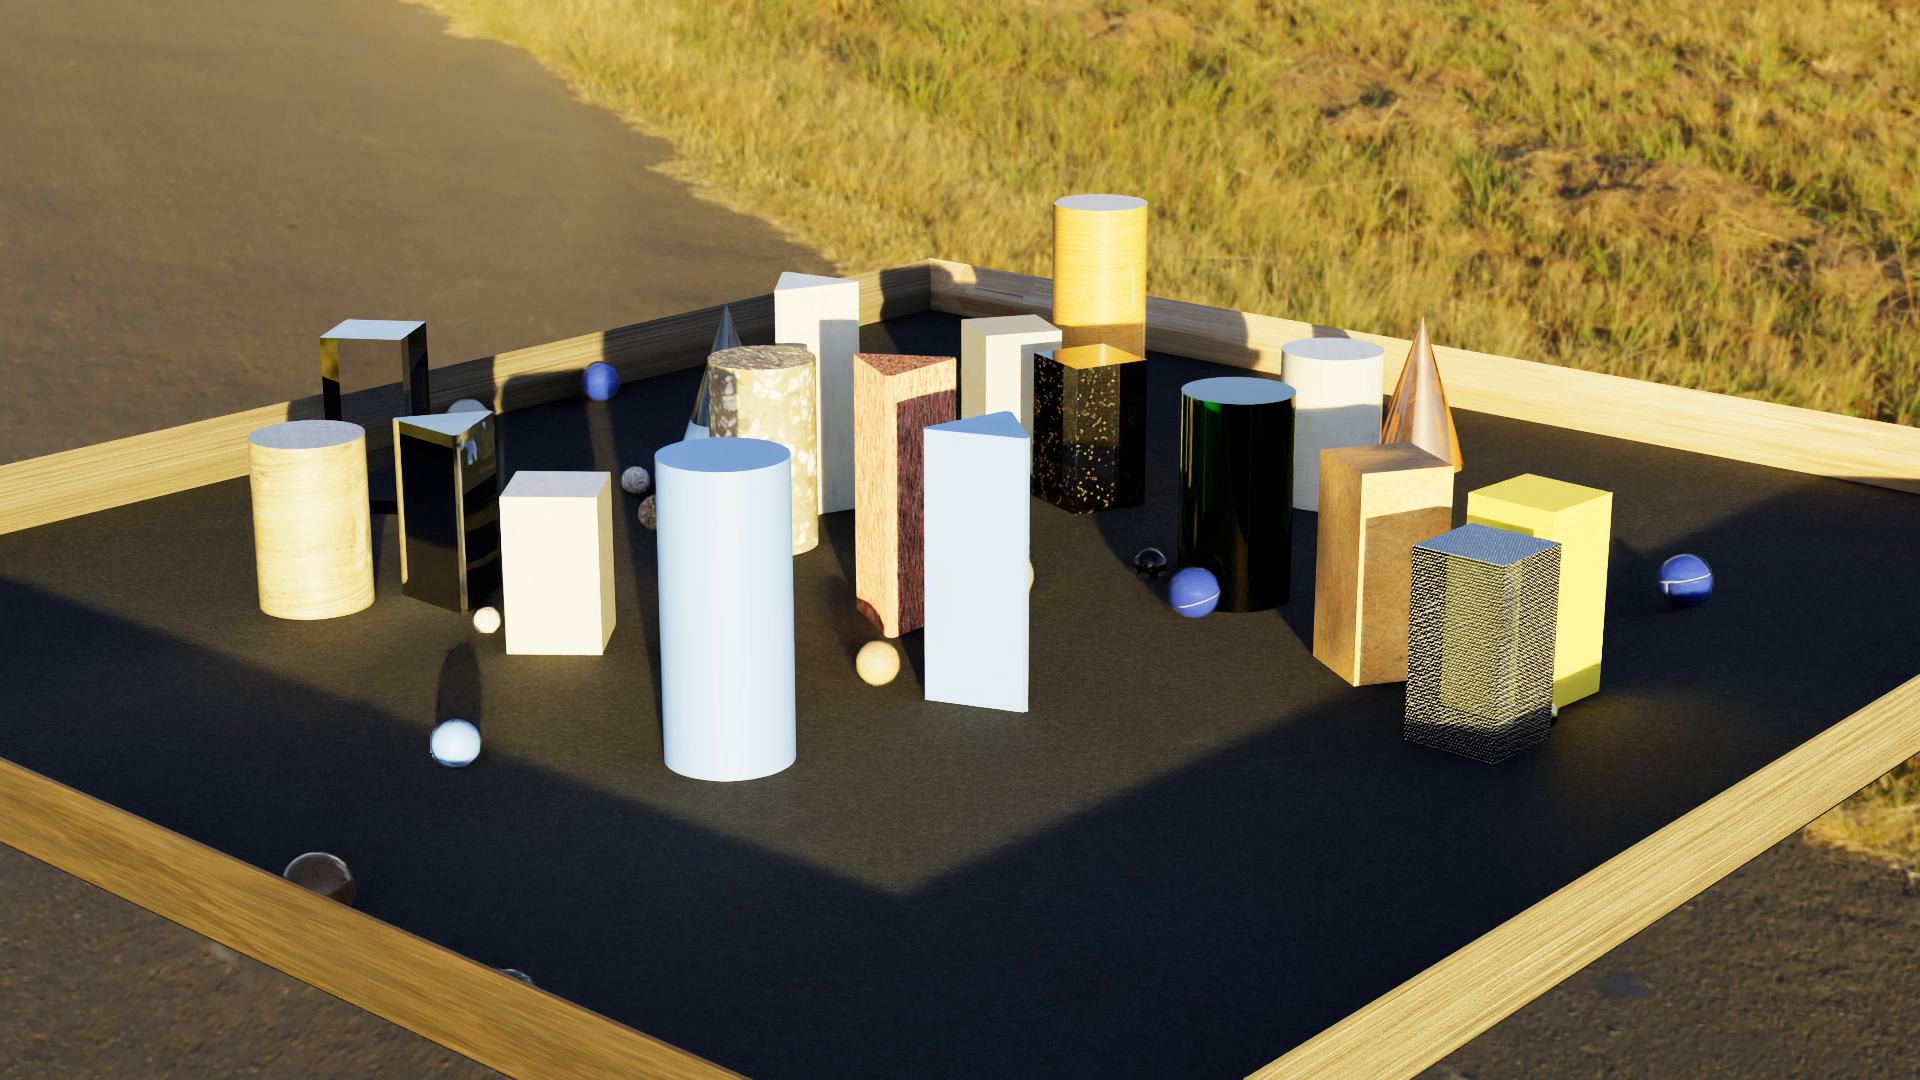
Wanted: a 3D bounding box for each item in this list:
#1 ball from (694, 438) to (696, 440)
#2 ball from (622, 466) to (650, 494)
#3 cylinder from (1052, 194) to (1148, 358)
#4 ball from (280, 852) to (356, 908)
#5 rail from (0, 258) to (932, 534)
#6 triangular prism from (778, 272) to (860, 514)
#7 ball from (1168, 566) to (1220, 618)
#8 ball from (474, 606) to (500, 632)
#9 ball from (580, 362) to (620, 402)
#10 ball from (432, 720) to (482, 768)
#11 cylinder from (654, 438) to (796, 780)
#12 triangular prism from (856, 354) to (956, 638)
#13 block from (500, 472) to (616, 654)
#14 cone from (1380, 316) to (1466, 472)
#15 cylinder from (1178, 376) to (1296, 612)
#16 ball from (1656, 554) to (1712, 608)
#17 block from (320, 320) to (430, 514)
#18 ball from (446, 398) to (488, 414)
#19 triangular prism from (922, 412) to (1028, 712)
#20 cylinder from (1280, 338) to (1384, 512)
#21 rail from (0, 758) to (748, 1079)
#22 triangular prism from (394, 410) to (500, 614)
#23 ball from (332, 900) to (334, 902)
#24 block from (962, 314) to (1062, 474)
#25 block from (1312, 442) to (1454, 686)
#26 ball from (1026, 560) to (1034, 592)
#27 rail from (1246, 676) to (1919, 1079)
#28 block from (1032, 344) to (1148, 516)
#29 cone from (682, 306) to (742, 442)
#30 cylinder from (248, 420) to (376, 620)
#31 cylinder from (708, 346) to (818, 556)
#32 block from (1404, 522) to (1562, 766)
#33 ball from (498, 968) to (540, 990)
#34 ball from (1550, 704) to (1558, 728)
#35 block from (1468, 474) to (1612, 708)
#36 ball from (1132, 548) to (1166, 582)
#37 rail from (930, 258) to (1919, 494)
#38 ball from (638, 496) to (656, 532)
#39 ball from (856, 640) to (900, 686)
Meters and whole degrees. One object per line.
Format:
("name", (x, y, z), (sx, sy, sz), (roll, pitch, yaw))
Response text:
("ball", (-0.530, -0.178, 5.944), (0.057, 0.057, 0.057), (0, 17, 0))
("ball", (-0.634, -0.116, 5.742), (0.055, 0.055, 0.055), (0, 17, 0))
("cylinder", (0.292, -0.471, 6.175), (0.197, 0.485, 0.197), (0, 17, 0))
("ball", (-0.830, 0.452, 3.782), (0.099, 0.099, 0.099), (0, 17, 0))
("rail", (-1.187, -0.265, 6.107), (0.045, 0.128, 3.442), (14, 22, 39))
("triangular prism", (-0.301, -0.283, 5.621), (0.171, 0.444, 0.148), (-9, 19, -27))
("ball", (0.398, 0.089, 5.002), (0.089, 0.089, 0.089), (0, 17, 0))
("ball", (-0.794, 0.134, 4.930), (0.044, 0.044, 0.044), (0, 17, 0))
("ball", (-0.792, -0.348, 6.460), (0.085, 0.085, 0.085), (0, 17, 0))
("ball", (-0.744, 0.301, 4.330), (0.072, 0.072, 0.072), (0, 17, 0))
("cylinder", (-0.343, 0.100, 4.310), (0.197, 0.468, 0.197), (0, 17, 0))
("triangular prism", (-0.119, -0.084, 4.953), (0.148, 0.450, 0.171), (14, 21, 38))
("block", (-0.665, 0.037, 4.864), (0.158, 0.269, 0.158), (0, 17, 2))
("cone", (0.929, -0.303, 5.927), (0.197, 0.306, 0.197), (0, 17, 0))
("cylinder", (0.478, -0.080, 5.079), (0.197, 0.369, 0.197), (0, 17, 0))
("ball", (1.249, 0.071, 5.058), (0.092, 0.092, 0.092), (0, 17, 0))
("block", (-1.119, -0.237, 5.644), (0.158, 0.344, 0.158), (2, 17, 7))
("ball", (-1.028, -0.249, 6.116), (0.094, 0.094, 0.094), (0, 17, 0))
("triangular prism", (0.049, 0.028, 4.596), (0.171, 0.440, 0.148), (6, 18, 20))
("cylinder", (0.717, -0.224, 5.679), (0.197, 0.299, 0.197), (0, 17, 0))
("rail", (-1.113, 0.402, 3.893), (3.191, 0.128, 0.045), (14, 22, 39))
("triangular prism", (-0.863, -0.057, 5.091), (0.171, 0.317, 0.148), (15, 22, 40))
("ball", (-0.808, 0.489, 3.709), (0.071, 0.071, 0.071), (0, 17, 0))
("block", (0.103, -0.291, 5.913), (0.158, 0.291, 0.158), (-5, 18, -17))
("block", (0.680, 0.037, 4.721), (0.158, 0.351, 0.158), (-5, 18, -17))
("ball", (0.083, 0.061, 5.091), (0.092, 0.092, 0.092), (0, 17, 0))
("rail", (1.187, 0.329, 4.133), (0.045, 0.128, 3.442), (14, 22, 39))
("block", (0.250, -0.215, 5.670), (0.158, 0.287, 0.158), (-9, 19, -28))
("cone", (-0.482, -0.347, 6.091), (0.197, 0.297, 0.197), (0, 17, 0))
("cylinder", (-1.117, -0.037, 5.053), (0.197, 0.301, 0.197), (0, 17, 0))
("cylinder", (-0.361, -0.164, 5.387), (0.197, 0.351, 0.197), (0, 17, 0))
("block", (0.785, 0.154, 4.407), (0.158, 0.309, 0.158), (15, 22, 40))
("ball", (-0.538, 0.550, 3.492), (0.078, 0.078, 0.078), (0, 17, 0))
("ball", (0.892, 0.267, 4.485), (0.047, 0.047, 0.047), (0, 17, 0))
("block", (0.903, 0.083, 4.609), (0.158, 0.327, 0.158), (-16, 23, -42))
("ball", (0.337, 0.045, 5.198), (0.060, 0.060, 0.060), (0, 17, 0))
("rail", (1.113, -0.338, 6.347), (3.191, 0.128, 0.045), (14, 22, 39))
("ball", (-0.570, -0.050, 5.502), (0.068, 0.068, 0.068), (0, 17, 0))
("ball", (-0.131, 0.196, 4.679), (0.071, 0.071, 0.071), (0, 17, 0))
